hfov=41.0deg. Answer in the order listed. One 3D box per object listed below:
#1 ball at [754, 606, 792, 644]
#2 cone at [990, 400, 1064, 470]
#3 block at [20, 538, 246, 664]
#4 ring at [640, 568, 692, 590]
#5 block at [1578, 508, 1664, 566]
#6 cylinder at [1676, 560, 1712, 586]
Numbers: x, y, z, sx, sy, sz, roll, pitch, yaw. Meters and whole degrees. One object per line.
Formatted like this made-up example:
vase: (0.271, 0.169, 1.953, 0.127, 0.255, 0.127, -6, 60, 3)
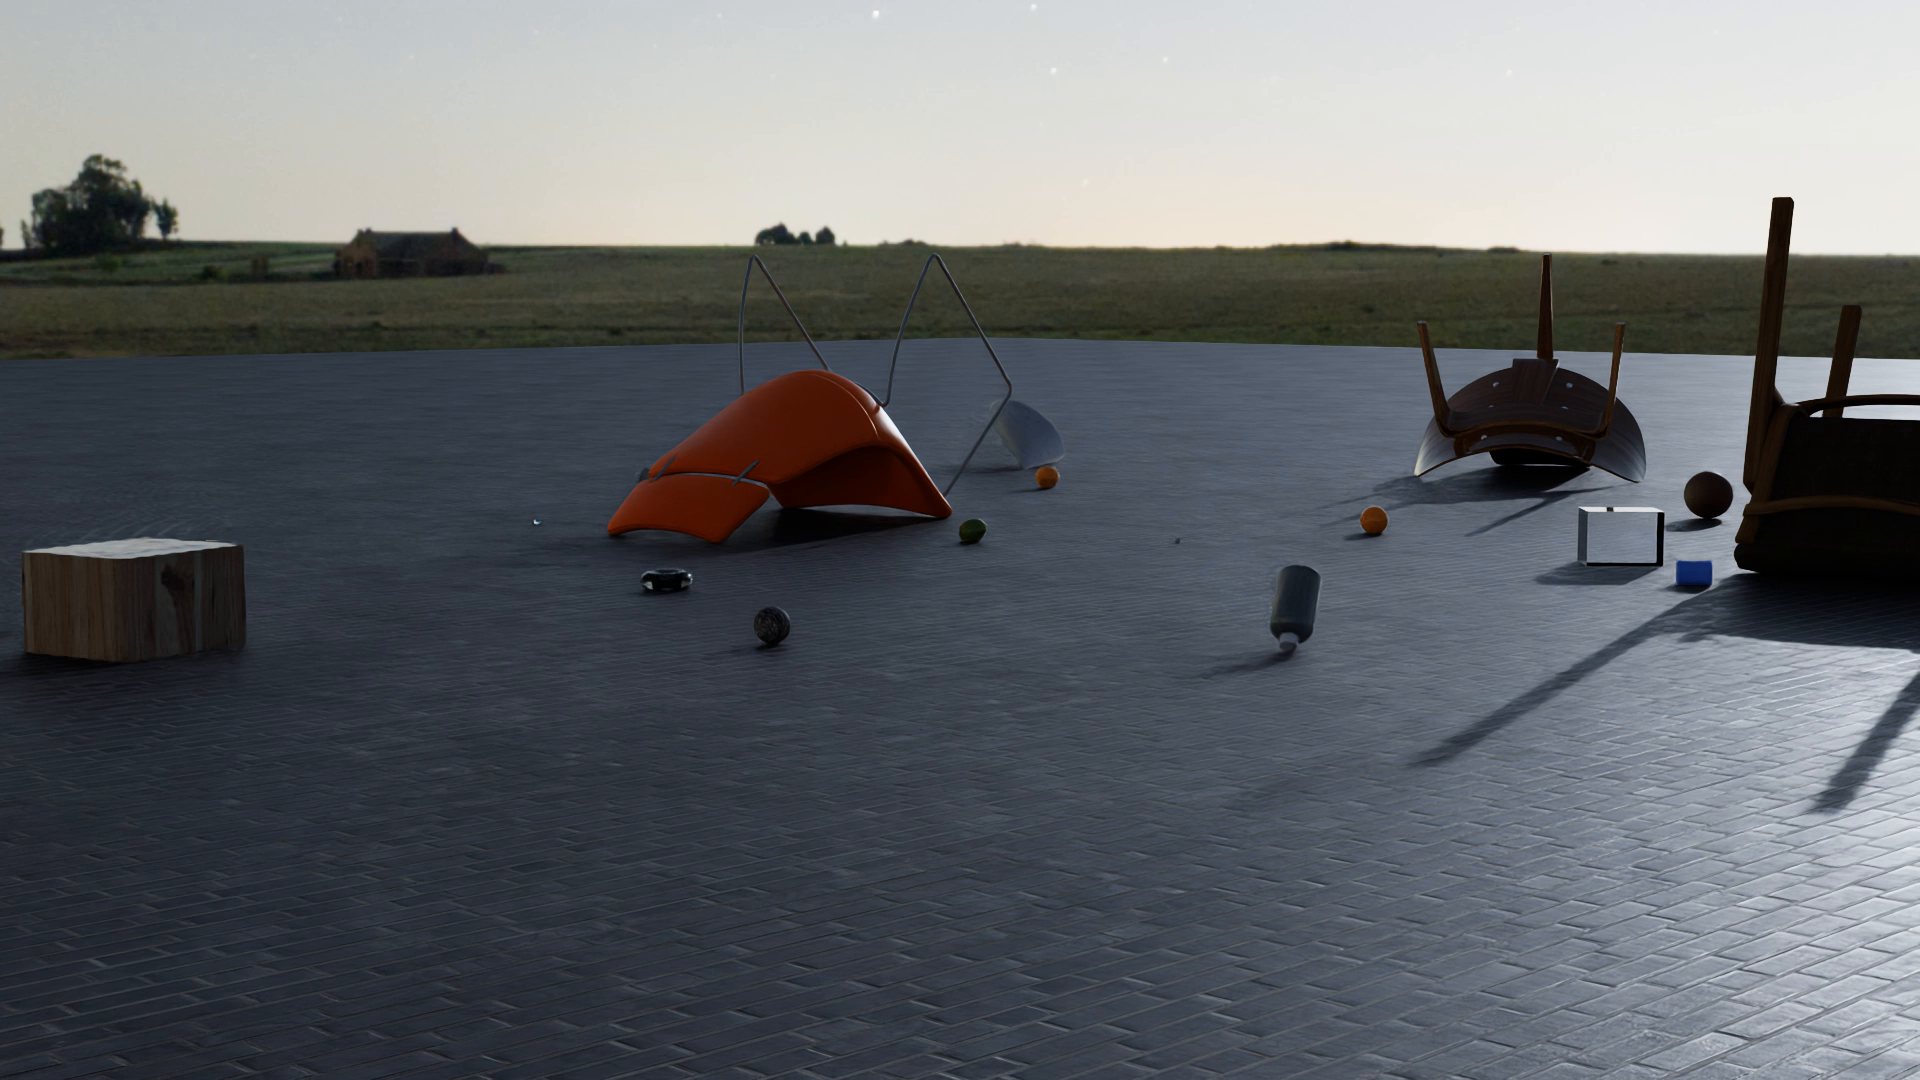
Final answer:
ball: (-0.337, 0.153, 4.604, 0.067, 0.067, 0.067, 0, 6, 0)
cone: (0.228, -0.310, 8.854, 0.321, 0.164, 0.299, 38, 24, -16)
block: (-1.460, 0.103, 4.542, 0.252, 0.179, 0.277, 3, 7, 30)
ring: (-0.619, 0.084, 5.413, 0.110, 0.038, 0.113, 0, 7, 3)
block: (1.514, -0.008, 5.882, 0.172, 0.125, 0.112, 0, 6, 3)
cylinder: (1.568, 0.069, 5.480, 0.069, 0.053, 0.056, 1, 19, 9)
